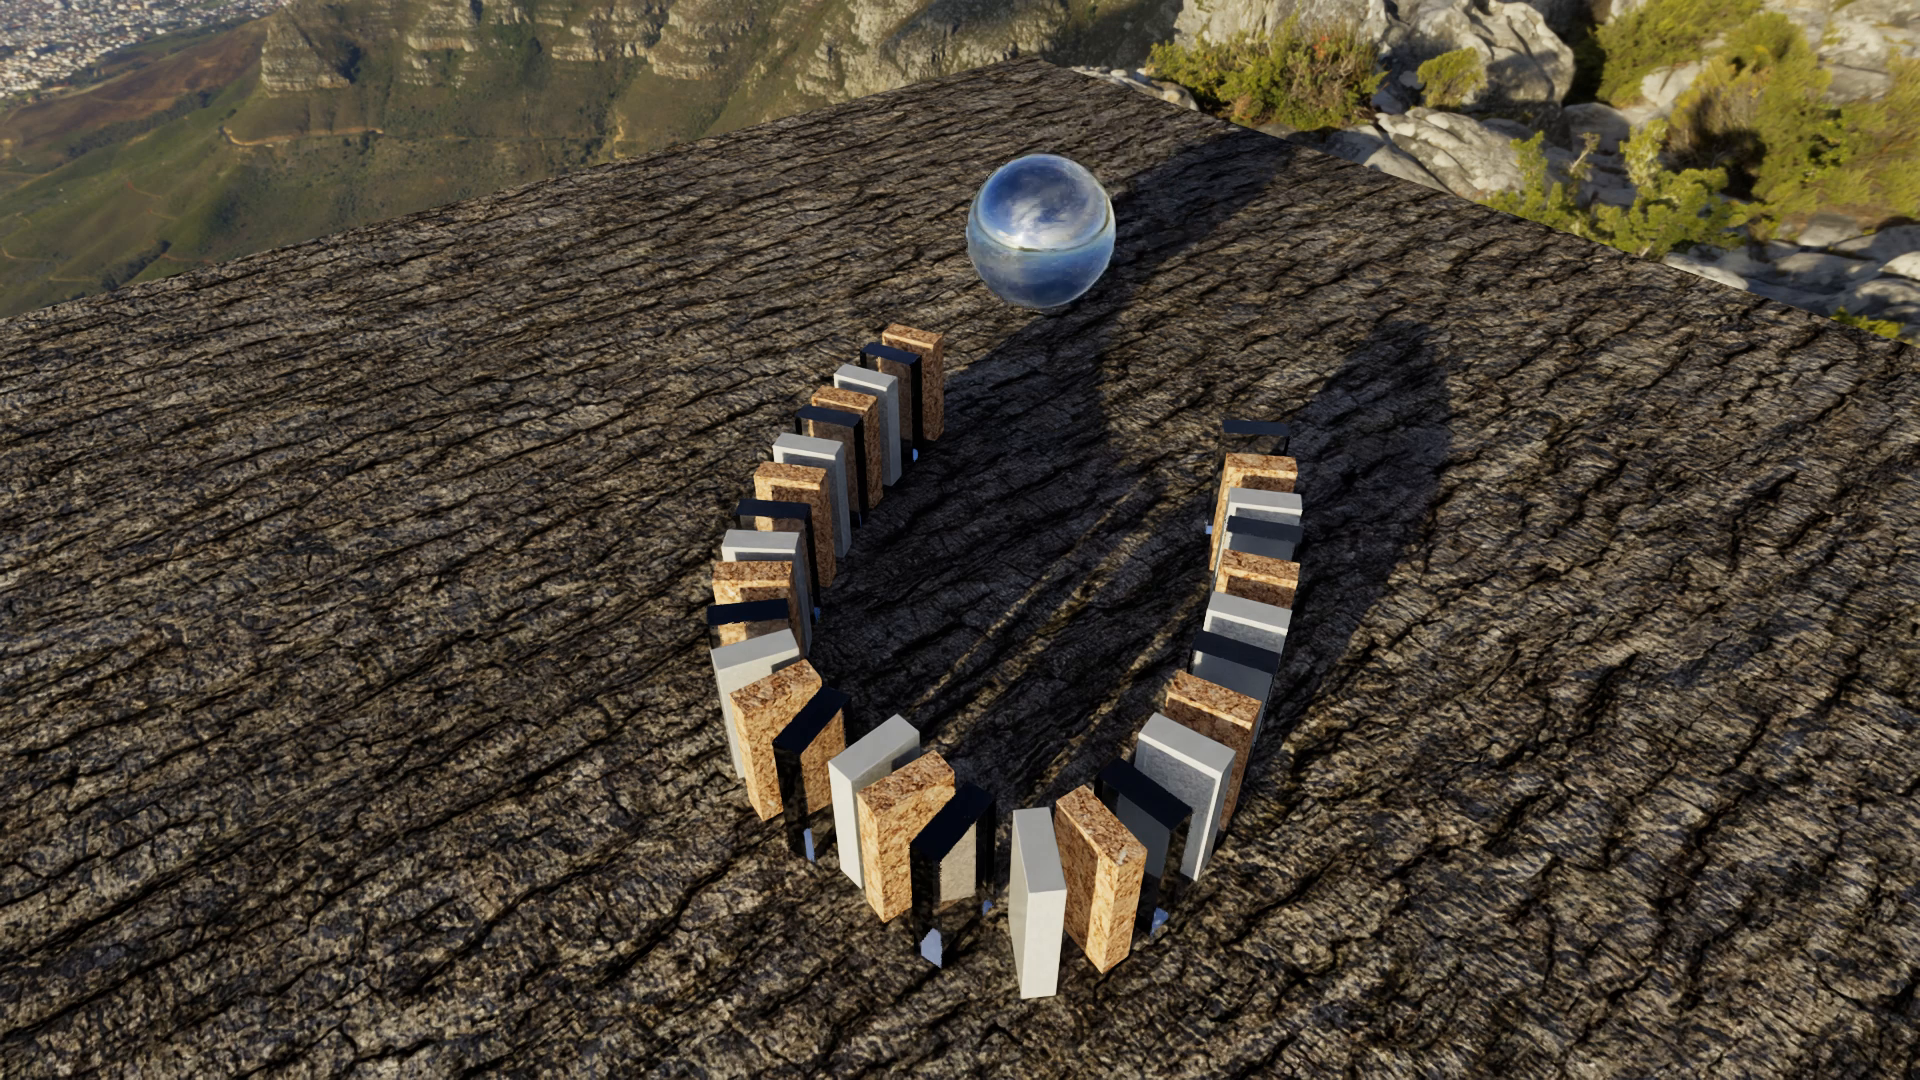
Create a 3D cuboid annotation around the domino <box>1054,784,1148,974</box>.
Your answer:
[{"bbox_3d":[0.036,0.093,0.299,0.010,0.050,0.025,-24,45,-26],"label":"domino"}]

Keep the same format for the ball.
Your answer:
[{"bbox_3d":[0.043,-0.165,0.589,0.080,0.080,0.080,0,39,0],"label":"ball"}]

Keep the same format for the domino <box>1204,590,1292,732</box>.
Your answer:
[{"bbox_3d":[0.091,0.041,0.361,0.025,0.050,0.010,14,41,17],"label":"domino"}]

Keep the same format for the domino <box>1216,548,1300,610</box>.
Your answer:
[{"bbox_3d":[0.099,0.027,0.378,0.025,0.050,0.010,12,41,14],"label":"domino"}]

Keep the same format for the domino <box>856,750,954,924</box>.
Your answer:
[{"bbox_3d":[-0.014,0.084,0.309,0.025,0.050,0.009,-25,45,-27],"label":"domino"}]

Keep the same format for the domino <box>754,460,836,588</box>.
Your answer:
[{"bbox_3d":[-0.062,-0.005,0.418,0.025,0.050,0.010,8,40,9],"label":"domino"}]

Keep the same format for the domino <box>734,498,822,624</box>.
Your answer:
[{"bbox_3d":[-0.066,0.008,0.401,0.025,0.050,0.010,5,40,6],"label":"domino"}]

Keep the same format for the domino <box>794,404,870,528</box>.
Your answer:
[{"bbox_3d":[-0.052,-0.029,0.447,0.025,0.050,0.010,12,41,14],"label":"domino"}]

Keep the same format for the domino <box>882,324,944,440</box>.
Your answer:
[{"bbox_3d":[-0.021,-0.071,0.498,0.025,0.050,0.009,17,42,20],"label":"domino"}]

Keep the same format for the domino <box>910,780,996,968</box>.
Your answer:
[{"bbox_3d":[-0.002,0.092,0.300,0.009,0.050,0.025,25,45,27],"label":"domino"}]

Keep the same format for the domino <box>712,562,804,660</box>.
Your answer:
[{"bbox_3d":[-0.068,0.029,0.376,0.025,0.050,0.009,0,39,0],"label":"domino"}]

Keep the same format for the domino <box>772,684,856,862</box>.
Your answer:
[{"bbox_3d":[-0.042,0.070,0.326,0.009,0.050,0.025,20,43,22],"label":"domino"}]

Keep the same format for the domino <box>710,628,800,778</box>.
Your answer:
[{"bbox_3d":[-0.062,0.052,0.348,0.025,0.050,0.009,-15,42,-17],"label":"domino"}]

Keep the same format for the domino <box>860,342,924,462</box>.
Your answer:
[{"bbox_3d":[-0.030,-0.060,0.485,0.025,0.050,0.009,19,43,21],"label":"domino"}]

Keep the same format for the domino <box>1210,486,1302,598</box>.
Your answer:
[{"bbox_3d":[0.108,0.005,0.406,0.025,0.050,0.009,7,40,8],"label":"domino"}]

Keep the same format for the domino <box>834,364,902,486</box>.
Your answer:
[{"bbox_3d":[-0.039,-0.049,0.471,0.025,0.050,0.009,17,42,20],"label":"domino"}]

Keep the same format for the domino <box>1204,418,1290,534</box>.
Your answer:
[{"bbox_3d":[0.114,-0.024,0.441,0.025,0.050,0.010,4,39,5],"label":"domino"}]

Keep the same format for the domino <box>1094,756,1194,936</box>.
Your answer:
[{"bbox_3d":[0.049,0.086,0.307,0.009,0.050,0.025,-32,49,-33],"label":"domino"}]

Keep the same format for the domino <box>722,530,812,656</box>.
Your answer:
[{"bbox_3d":[-0.067,0.019,0.388,0.025,0.050,0.010,2,39,3],"label":"domino"}]

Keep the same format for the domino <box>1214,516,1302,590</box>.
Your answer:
[{"bbox_3d":[0.104,0.016,0.392,0.025,0.050,0.009,10,40,11],"label":"domino"}]

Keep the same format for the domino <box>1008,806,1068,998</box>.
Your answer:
[{"bbox_3d":[0.020,0.097,0.293,0.009,0.050,0.025,-4,39,-5],"label":"domino"}]

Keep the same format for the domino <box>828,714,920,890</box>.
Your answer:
[{"bbox_3d":[-0.024,0.076,0.318,0.025,0.050,0.010,-32,49,-33],"label":"domino"}]

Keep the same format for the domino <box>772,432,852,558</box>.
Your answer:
[{"bbox_3d":[-0.058,-0.017,0.432,0.025,0.050,0.009,10,40,12],"label":"domino"}]

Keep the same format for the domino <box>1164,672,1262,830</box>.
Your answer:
[{"bbox_3d":[0.073,0.064,0.333,0.025,0.050,0.009,20,43,22],"label":"domino"}]

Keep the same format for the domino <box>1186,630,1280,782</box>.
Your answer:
[{"bbox_3d":[0.083,0.053,0.347,0.025,0.050,0.009,17,42,19],"label":"domino"}]

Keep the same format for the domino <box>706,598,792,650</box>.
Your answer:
[{"bbox_3d":[-0.067,0.042,0.360,0.025,0.050,0.010,-5,40,-7],"label":"domino"}]

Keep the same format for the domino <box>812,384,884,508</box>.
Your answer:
[{"bbox_3d":[-0.046,-0.038,0.458,0.025,0.050,0.010,14,41,17],"label":"domino"}]

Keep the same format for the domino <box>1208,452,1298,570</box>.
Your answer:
[{"bbox_3d":[0.112,-0.009,0.423,0.025,0.050,0.010,5,40,6],"label":"domino"}]

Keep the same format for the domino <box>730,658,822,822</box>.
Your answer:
[{"bbox_3d":[-0.054,0.062,0.336,0.025,0.050,0.010,-24,45,-26],"label":"domino"}]

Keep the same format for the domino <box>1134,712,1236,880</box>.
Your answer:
[{"bbox_3d":[0.063,0.075,0.320,0.025,0.050,0.009,24,45,26],"label":"domino"}]
